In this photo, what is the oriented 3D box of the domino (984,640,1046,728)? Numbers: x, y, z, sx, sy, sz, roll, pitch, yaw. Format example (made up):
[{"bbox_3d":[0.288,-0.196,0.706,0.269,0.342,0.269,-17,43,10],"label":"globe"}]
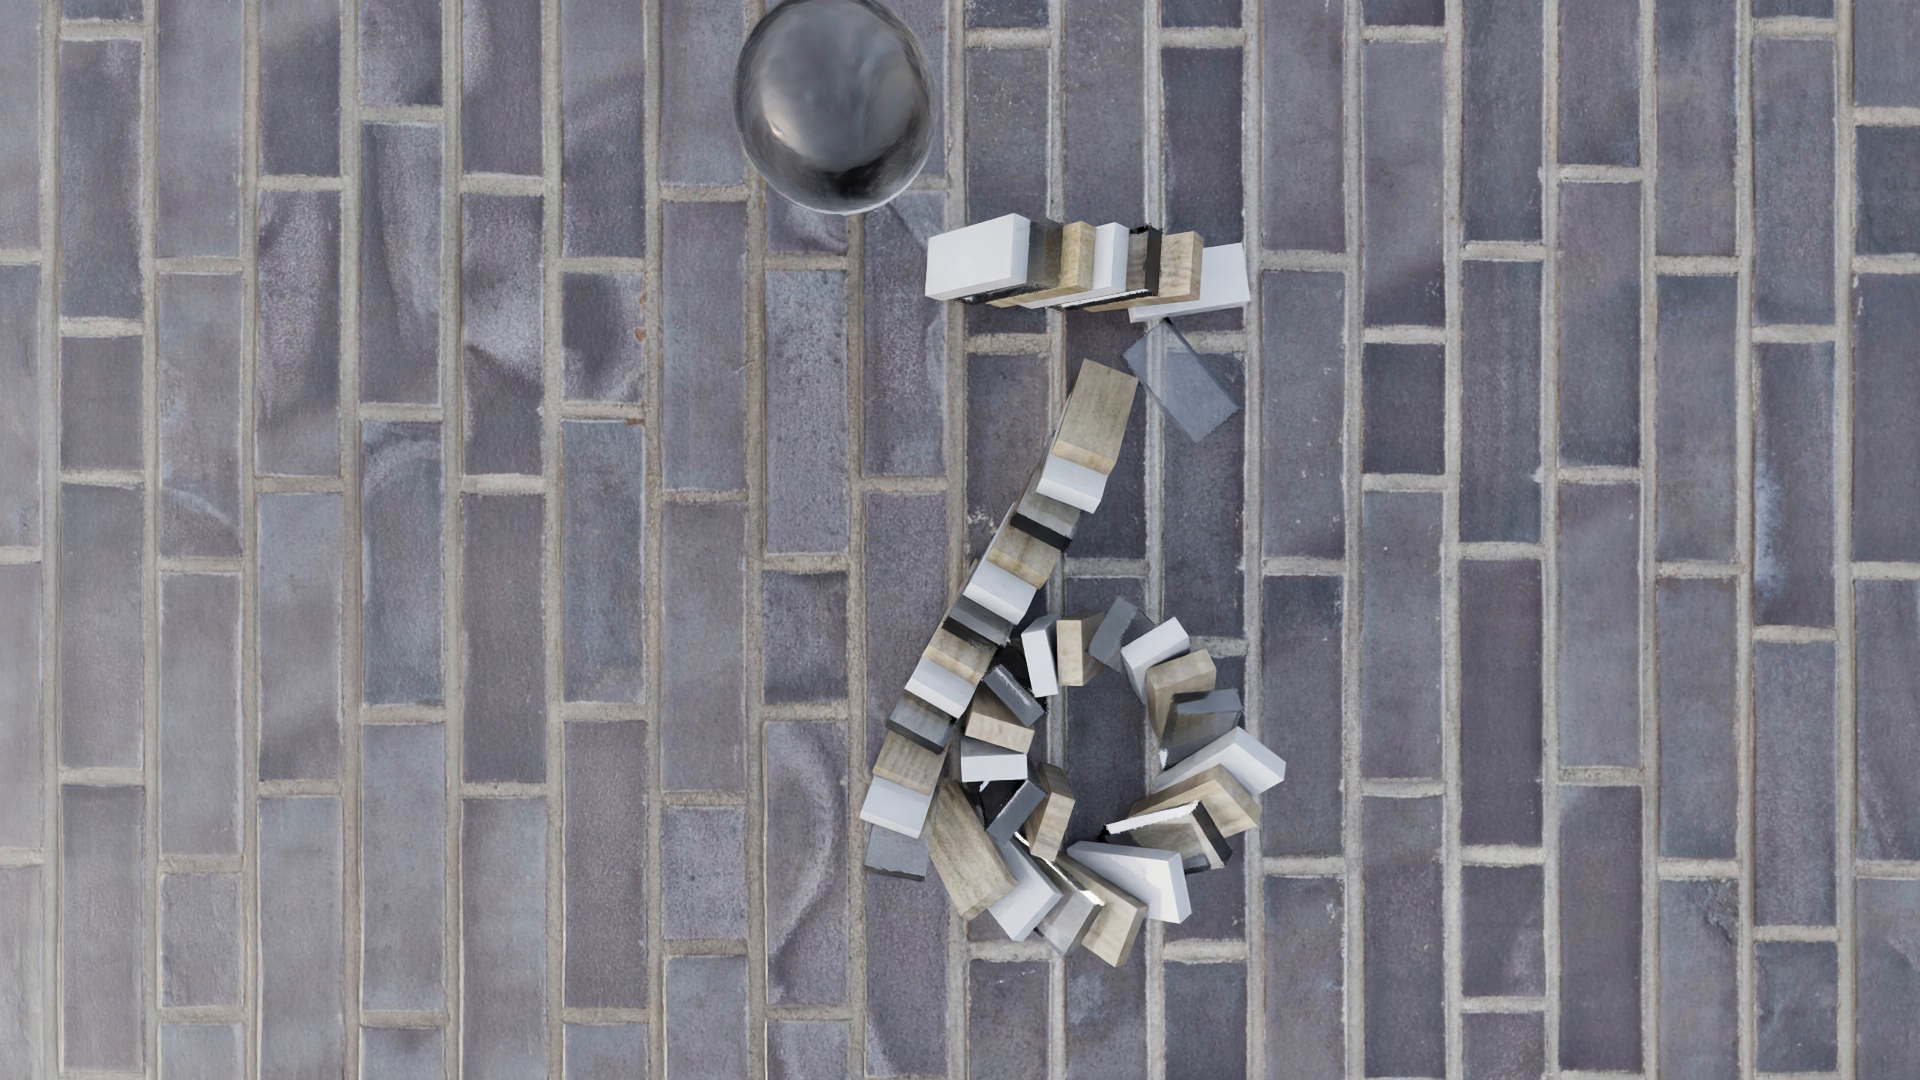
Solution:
[{"bbox_3d":[0.023,0.057,0.375,0.010,0.050,0.025,-43,90,8],"label":"domino"}]

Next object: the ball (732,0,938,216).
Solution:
[{"bbox_3d":[-0.048,-0.170,0.360,0.080,0.080,0.080,0,90,0],"label":"ball"}]

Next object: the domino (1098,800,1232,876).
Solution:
[{"bbox_3d":[0.084,0.127,0.380,0.050,0.010,0.025,-32,90,39],"label":"domino"}]

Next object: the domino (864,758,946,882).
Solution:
[{"bbox_3d":[-0.023,0.114,0.381,0.025,0.010,0.050,10,55,1],"label":"domino"}]

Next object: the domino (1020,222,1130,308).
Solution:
[{"bbox_3d":[0.046,-0.112,0.379,0.009,0.050,0.025,4,90,-44],"label":"domino"}]

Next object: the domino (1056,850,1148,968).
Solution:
[{"bbox_3d":[0.050,0.150,0.380,0.050,0.010,0.025,22,93,39],"label":"domino"}]

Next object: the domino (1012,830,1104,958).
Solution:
[{"bbox_3d":[0.033,0.145,0.381,0.050,0.009,0.025,32,91,38],"label":"domino"}]

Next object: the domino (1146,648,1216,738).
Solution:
[{"bbox_3d":[0.091,0.064,0.377,0.025,0.050,0.009,-19,55,0],"label":"domino"}]

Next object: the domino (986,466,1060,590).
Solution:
[{"bbox_3d":[0.032,-0.006,0.381,0.025,0.010,0.050,29,52,0],"label":"domino"}]

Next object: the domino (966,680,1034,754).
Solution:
[{"bbox_3d":[0.016,0.071,0.375,0.025,0.050,0.009,17,96,0],"label":"domino"}]

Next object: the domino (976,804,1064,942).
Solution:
[{"bbox_3d":[0.016,0.138,0.381,0.025,0.009,0.050,-49,52,0],"label":"domino"}]

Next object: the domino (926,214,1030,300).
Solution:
[{"bbox_3d":[0.006,-0.116,0.379,0.010,0.050,0.025,4,90,-44],"label":"domino"}]

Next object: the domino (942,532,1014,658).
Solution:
[{"bbox_3d":[0.014,0.022,0.379,0.025,0.009,0.050,30,50,0],"label":"domino"}]

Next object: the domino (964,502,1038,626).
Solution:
[{"bbox_3d":[0.023,0.009,0.380,0.025,0.009,0.050,30,50,0],"label":"domino"}]

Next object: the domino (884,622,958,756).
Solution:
[{"bbox_3d":[-0.009,0.061,0.382,0.025,0.010,0.050,28,55,0],"label":"domino"}]

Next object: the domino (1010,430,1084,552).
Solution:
[{"bbox_3d":[0.041,-0.021,0.381,0.025,0.010,0.050,27,54,0],"label":"domino"}]

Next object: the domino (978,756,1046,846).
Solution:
[{"bbox_3d":[0.020,0.103,0.375,0.009,0.050,0.025,39,90,-3],"label":"domino"}]

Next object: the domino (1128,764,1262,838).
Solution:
[{"bbox_3d":[0.096,0.114,0.380,0.025,0.009,0.050,48,130,-1],"label":"domino"}]

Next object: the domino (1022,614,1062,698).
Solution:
[{"bbox_3d":[0.036,0.046,0.375,0.009,0.050,0.025,-12,90,12],"label":"domino"}]

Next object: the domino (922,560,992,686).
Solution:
[{"bbox_3d":[0.006,0.033,0.380,0.025,0.009,0.050,30,50,0],"label":"domino"}]

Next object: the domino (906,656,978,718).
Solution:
[{"bbox_3d":[0.000,0.046,0.380,0.025,0.009,0.050,30,50,0],"label":"domino"}]

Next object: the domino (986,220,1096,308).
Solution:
[{"bbox_3d":[0.033,-0.113,0.379,0.010,0.050,0.025,4,90,-44],"label":"domino"}]

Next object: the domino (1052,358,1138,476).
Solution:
[{"bbox_3d":[0.057,-0.052,0.382,0.025,0.010,0.050,21,55,0],"label":"domino"}]

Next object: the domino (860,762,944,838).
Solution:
[{"bbox_3d":[-0.021,0.095,0.382,0.025,0.010,0.050,19,55,1],"label":"domino"}]

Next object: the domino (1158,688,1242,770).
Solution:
[{"bbox_3d":[0.098,0.079,0.378,0.025,0.050,0.010,-5,51,0],"label":"domino"}]

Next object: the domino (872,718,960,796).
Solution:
[{"bbox_3d":[-0.015,0.078,0.382,0.025,0.010,0.050,23,55,0],"label":"domino"}]

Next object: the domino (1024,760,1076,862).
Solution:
[{"bbox_3d":[0.036,0.110,0.375,0.009,0.050,0.025,19,90,0],"label":"domino"}]

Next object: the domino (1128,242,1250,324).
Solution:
[{"bbox_3d":[0.097,-0.111,0.395,0.050,0.010,0.025,-9,90,0],"label":"domino"}]

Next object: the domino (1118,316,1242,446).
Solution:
[{"bbox_3d":[0.095,-0.068,0.395,0.025,0.010,0.050,-40,90,0],"label":"domino"}]

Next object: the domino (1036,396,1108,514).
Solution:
[{"bbox_3d":[0.051,-0.037,0.382,0.025,0.009,0.050,21,55,0],"label":"domino"}]

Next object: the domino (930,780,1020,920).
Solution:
[{"bbox_3d":[0.001,0.128,0.380,0.025,0.010,0.050,-37,48,0],"label":"domino"}]

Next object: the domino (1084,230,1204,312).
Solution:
[{"bbox_3d":[0.075,-0.111,0.381,0.050,0.010,0.025,4,90,38],"label":"domino"}]

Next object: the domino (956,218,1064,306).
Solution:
[{"bbox_3d":[0.020,-0.114,0.379,0.010,0.050,0.025,4,90,-44],"label":"domino"}]

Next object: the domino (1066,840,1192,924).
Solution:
[{"bbox_3d":[0.069,0.141,0.379,0.050,0.009,0.025,-11,90,44],"label":"domino"}]

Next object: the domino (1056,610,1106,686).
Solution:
[{"bbox_3d":[0.050,0.043,0.375,0.010,0.050,0.025,-1,90,19],"label":"domino"}]

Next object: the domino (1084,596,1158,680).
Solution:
[{"bbox_3d":[0.068,0.041,0.375,0.010,0.050,0.025,31,88,27],"label":"domino"}]

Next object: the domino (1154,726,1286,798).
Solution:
[{"bbox_3d":[0.107,0.098,0.379,0.025,0.009,0.050,37,131,-4],"label":"domino"}]

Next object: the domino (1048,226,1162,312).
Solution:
[{"bbox_3d":[0.059,-0.111,0.379,0.009,0.050,0.025,4,90,-44],"label":"domino"}]

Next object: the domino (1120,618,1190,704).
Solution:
[{"bbox_3d":[0.081,0.051,0.376,0.025,0.050,0.009,-31,60,0],"label":"domino"}]

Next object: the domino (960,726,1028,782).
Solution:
[{"bbox_3d":[0.013,0.086,0.375,0.025,0.050,0.009,-3,92,0],"label":"domino"}]
